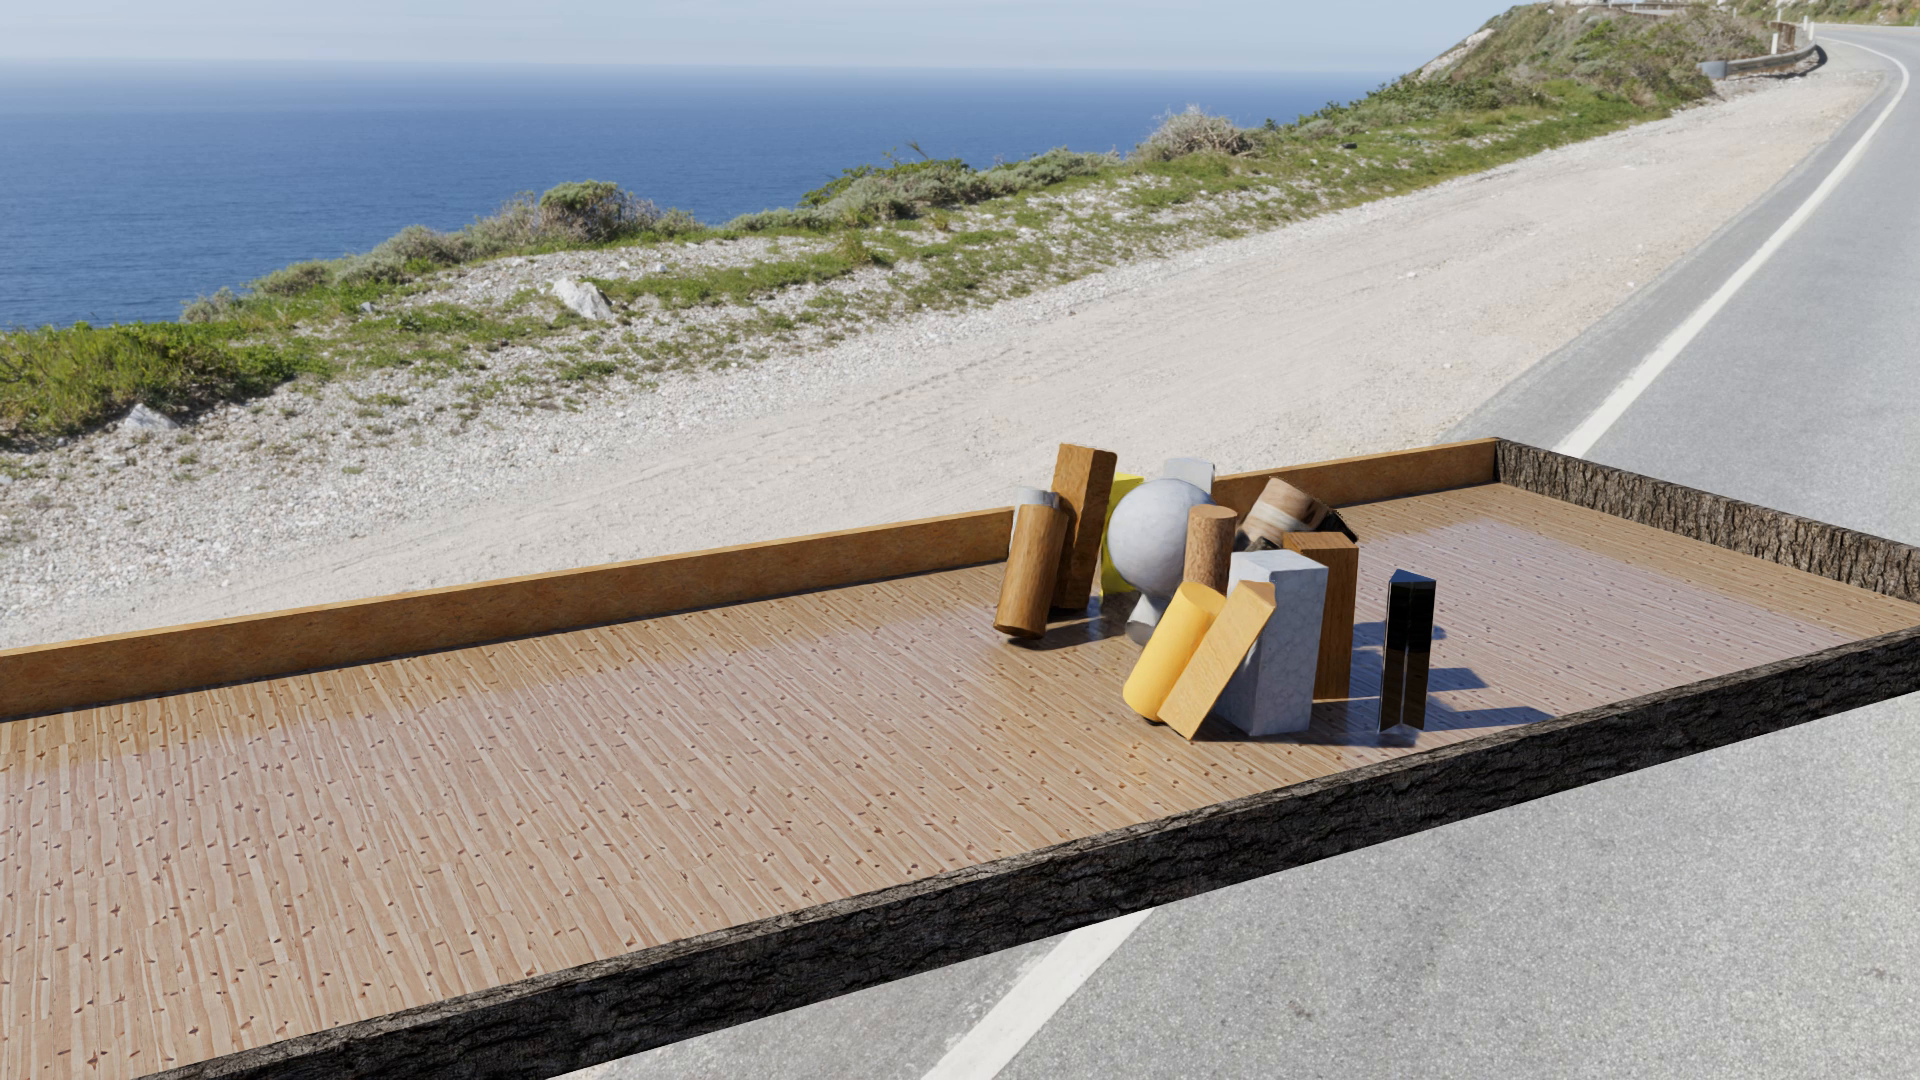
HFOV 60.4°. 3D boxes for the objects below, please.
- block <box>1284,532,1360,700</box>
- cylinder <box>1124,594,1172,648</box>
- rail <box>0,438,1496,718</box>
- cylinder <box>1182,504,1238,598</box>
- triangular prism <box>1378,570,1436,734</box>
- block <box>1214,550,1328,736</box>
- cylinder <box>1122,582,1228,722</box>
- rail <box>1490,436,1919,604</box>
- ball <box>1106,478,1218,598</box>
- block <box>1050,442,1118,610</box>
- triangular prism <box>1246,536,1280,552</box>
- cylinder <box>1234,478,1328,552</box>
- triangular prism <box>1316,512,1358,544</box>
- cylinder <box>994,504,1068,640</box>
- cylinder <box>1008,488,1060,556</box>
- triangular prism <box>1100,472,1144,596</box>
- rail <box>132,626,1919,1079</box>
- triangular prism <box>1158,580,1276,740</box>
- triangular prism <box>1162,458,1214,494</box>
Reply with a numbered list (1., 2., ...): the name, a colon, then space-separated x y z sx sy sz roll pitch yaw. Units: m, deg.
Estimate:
1. block: 0.873 0.185 4.043 0.142 0.385 0.142 -1 16 -5
2. cylinder: 0.564 0.122 4.454 0.104 0.104 0.371 9 48 29
3. rail: -3.305 0.497 3.399 12.000 0.150 0.050 -9 18 -27
4. cylinder: 0.601 0.146 4.051 0.114 0.450 0.114 3 17 -1
5. triangular prism: 1.020 0.257 3.825 0.109 0.369 0.095 -2 16 -5
6. block: 0.722 0.236 3.835 0.158 0.394 0.158 -3 16 -24
7. cylinder: 0.510 0.263 3.860 0.142 0.307 0.142 21 25 -10
8. rail: 2.466 -0.048 5.253 0.050 0.150 2.100 -9 18 -27
9. ball: 0.539 -0.005 4.286 0.312 0.312 0.312 0 16 0
10. block: 0.321 -0.038 4.657 0.119 0.451 0.119 14 5 40
11. triangular prism: 0.677 0.151 4.214 0.138 0.368 0.120 45 13 -4
12. cylinder: 0.782 0.061 4.349 0.173 0.426 0.173 32 2 -1
13. triangular prism: 0.896 0.097 4.389 0.141 0.352 0.122 38 -12 -37
14. cylinder: 0.191 0.085 4.429 0.136 0.338 0.136 12 -13 3
15. cylinder: 0.197 0.033 4.596 0.121 0.344 0.121 8 1 0
16. triangular prism: 0.448 -0.025 4.835 0.133 0.341 0.115 -7 18 -23
17. rail: -2.336 1.006 1.665 12.000 0.150 0.050 -9 18 -27
18. triangular prism: 0.593 0.264 3.730 0.098 0.409 0.085 38 33 19
19. triangular prism: 0.628 -0.020 4.662 0.138 0.418 0.119 6 10 9
